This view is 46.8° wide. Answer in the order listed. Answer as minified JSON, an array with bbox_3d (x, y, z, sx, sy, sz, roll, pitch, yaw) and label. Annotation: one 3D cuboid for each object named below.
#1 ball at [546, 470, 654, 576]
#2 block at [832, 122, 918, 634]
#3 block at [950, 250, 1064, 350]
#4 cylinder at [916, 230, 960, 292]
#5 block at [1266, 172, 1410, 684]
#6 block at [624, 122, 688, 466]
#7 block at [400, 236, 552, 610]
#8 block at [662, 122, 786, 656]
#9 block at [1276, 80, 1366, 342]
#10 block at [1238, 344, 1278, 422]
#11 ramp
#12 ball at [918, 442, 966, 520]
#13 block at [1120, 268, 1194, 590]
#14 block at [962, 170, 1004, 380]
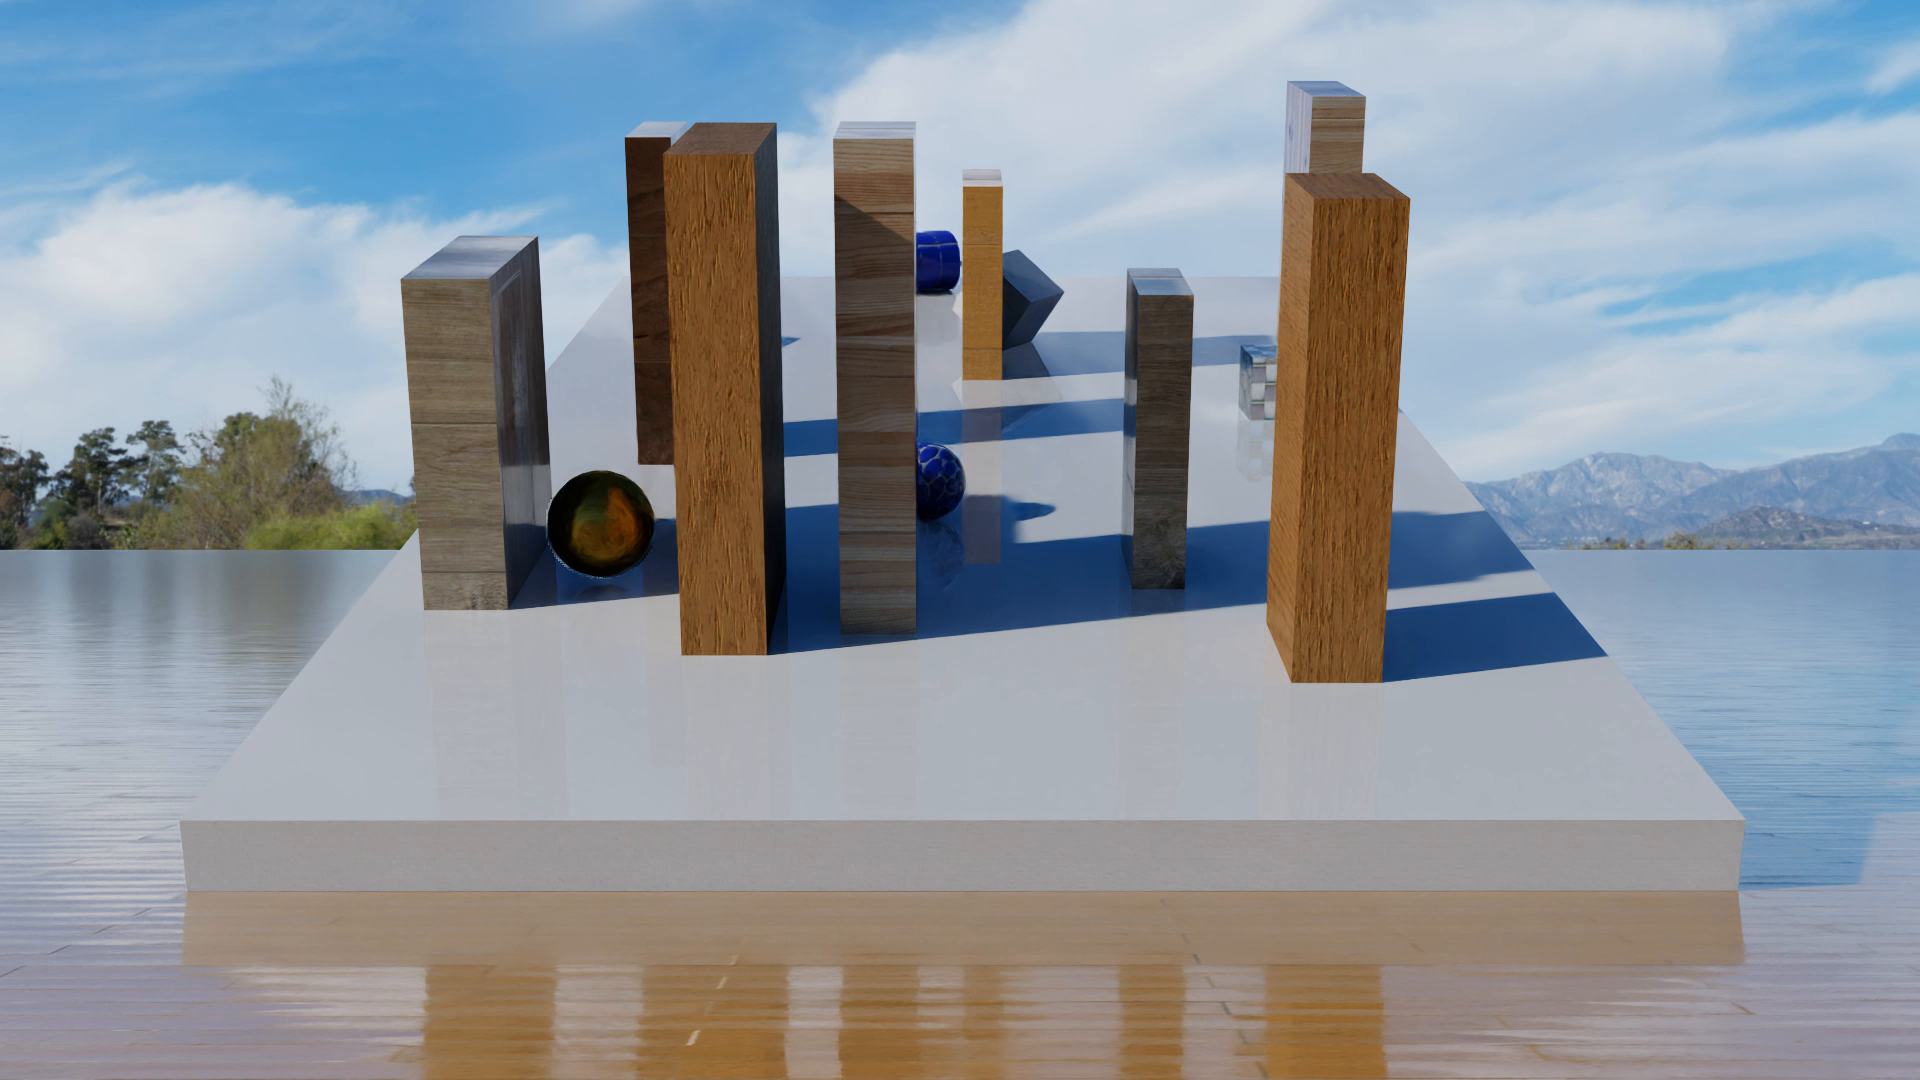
[{"bbox_3d":[-0.609,-0.028,3.758,0.180,0.180,0.180,0,0,0],"label":"ball"},{"bbox_3d":[-0.130,-0.258,3.524,0.120,0.780,0.240,0,17,0],"label":"block"},{"bbox_3d":[0.122,-0.610,5.643,0.170,0.170,0.170,44,33,15],"label":"block"},{"bbox_3d":[-0.111,-0.805,6.409,0.170,0.170,0.170,-8,3,-26],"label":"cylinder"},{"bbox_3d":[0.562,-0.172,3.341,0.135,0.722,0.279,0,17,0],"label":"block"},{"bbox_3d":[-0.612,-0.511,4.569,0.090,0.664,0.285,0,17,0],"label":"block"},{"bbox_3d":[-0.810,-0.210,3.767,0.137,0.547,0.440,0,17,0],"label":"block"},{"bbox_3d":[-0.365,-0.251,3.521,0.132,0.769,0.431,0,17,0],"label":"block"},{"bbox_3d":[0.884,-0.776,5.461,0.125,0.662,0.407,0,17,0],"label":"block"},{"bbox_3d":[0.708,-0.352,4.952,0.142,0.142,0.142,-1,17,-4],"label":"block"},{"bbox_3d":[-0.003,-0.169,4.760,2.000,0.100,4.000,0,17,0],"label":"ramp"},{"bbox_3d":[-0.062,-0.110,4.135,0.146,0.146,0.146,0,0,0],"label":"ball"},{"bbox_3d":[0.335,-0.195,3.798,0.089,0.502,0.261,0,17,0],"label":"block"},{"bbox_3d":[0.053,-0.648,5.378,0.094,0.461,0.313,0,17,0],"label":"block"}]
